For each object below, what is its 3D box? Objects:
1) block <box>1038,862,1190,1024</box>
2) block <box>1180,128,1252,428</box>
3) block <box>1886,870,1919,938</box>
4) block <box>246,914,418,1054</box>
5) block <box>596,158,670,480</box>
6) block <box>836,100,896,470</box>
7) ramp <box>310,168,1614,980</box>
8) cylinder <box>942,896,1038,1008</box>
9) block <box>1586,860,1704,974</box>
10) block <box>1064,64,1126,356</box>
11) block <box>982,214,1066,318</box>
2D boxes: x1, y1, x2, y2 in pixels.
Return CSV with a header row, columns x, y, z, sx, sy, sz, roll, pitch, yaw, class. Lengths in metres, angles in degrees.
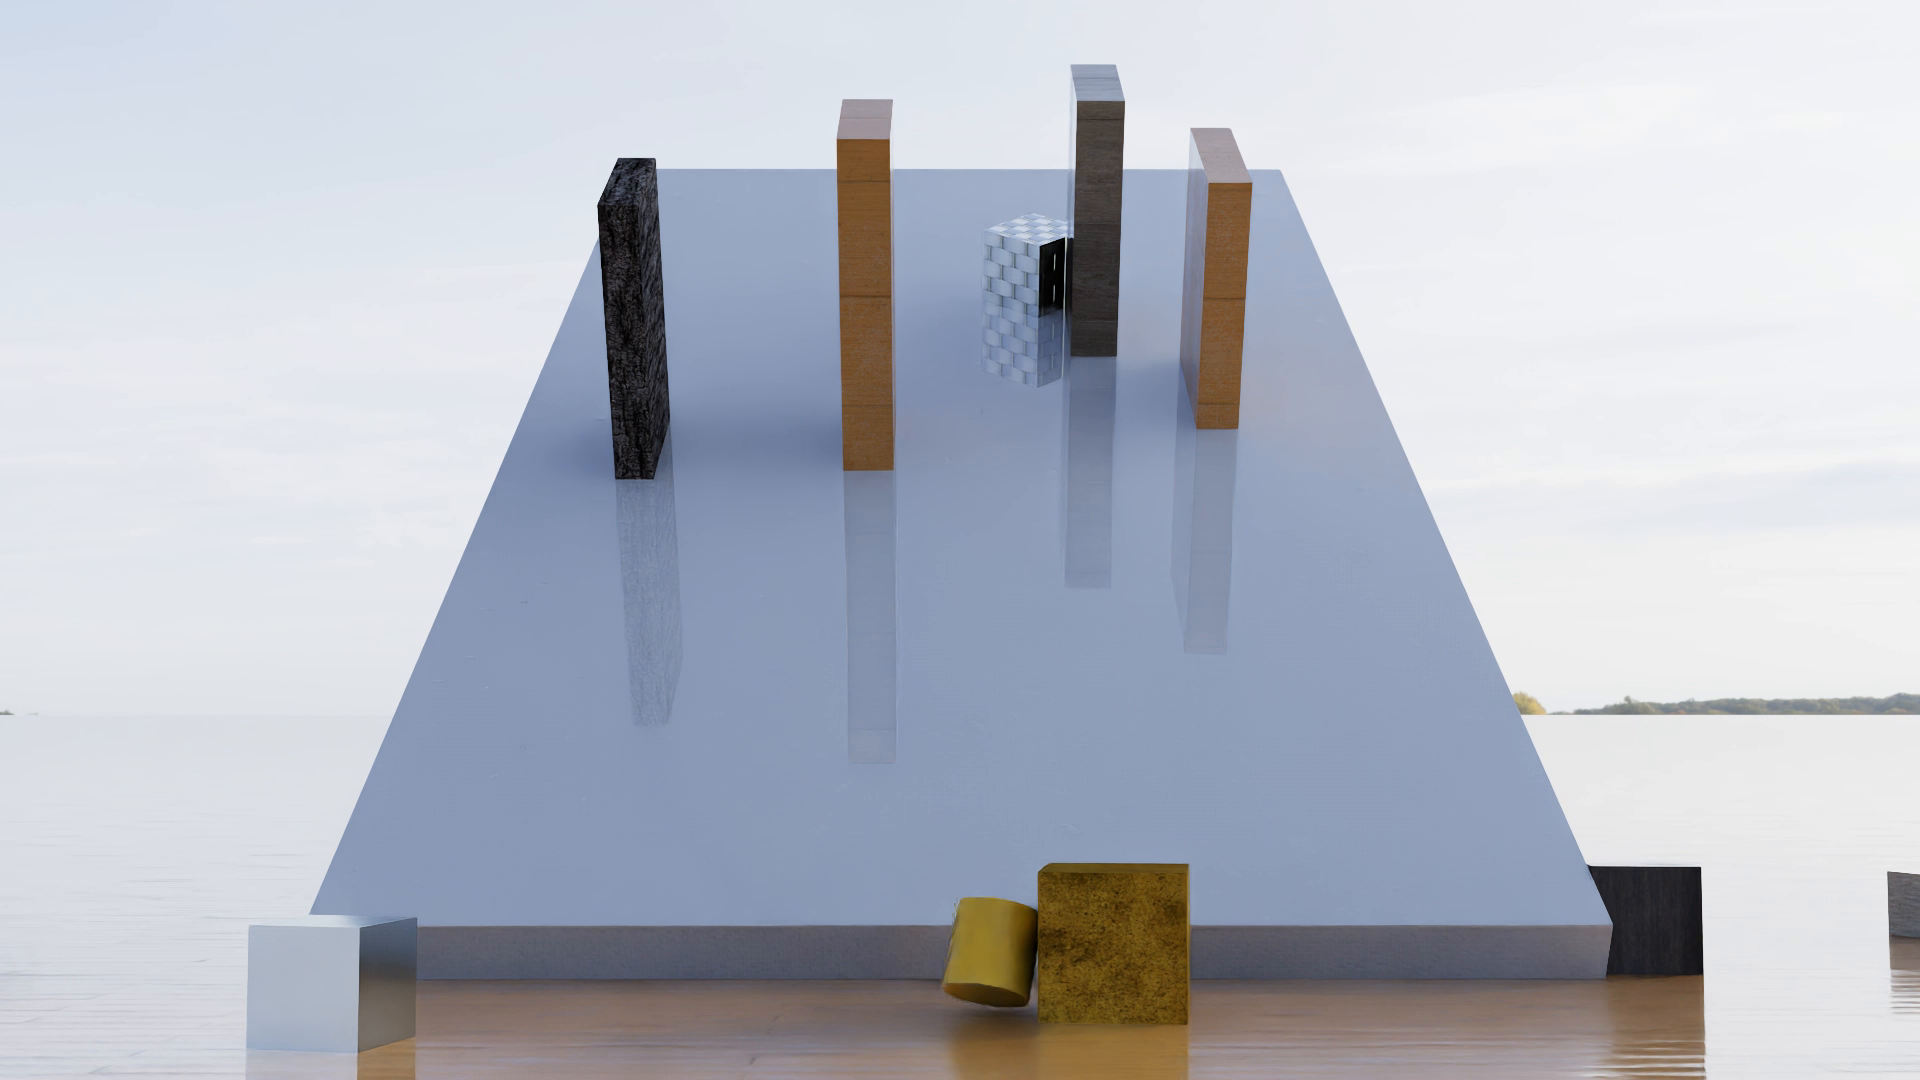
x,y,z,sx,sy,sz,roll,pitch,yaw,class
0.214,0.550,3.222,0.199,0.199,0.199,0,-4,7,block
0.586,-0.609,5.425,0.095,0.579,0.439,0,26,0,block
1.797,0.671,4.330,0.116,0.116,0.116,1,-4,-14,block
-0.786,0.554,2.946,0.151,0.151,0.151,-1,-4,14,block
-0.706,-0.483,5.111,0.083,0.617,0.340,0,26,0,block
-0.200,-0.555,5.118,0.110,0.742,0.313,0,26,0,block
-0.009,-0.229,5.415,2.000,0.100,4.000,0,26,0,ramp
0.045,0.564,3.215,0.120,0.120,0.120,9,-24,4,cylinder
1.090,0.605,3.785,0.169,0.169,0.169,0,-4,4,block
0.328,-0.813,5.783,0.113,0.638,0.345,0,26,0,block
0.194,-0.713,6.089,0.193,0.193,0.193,22,33,38,block
